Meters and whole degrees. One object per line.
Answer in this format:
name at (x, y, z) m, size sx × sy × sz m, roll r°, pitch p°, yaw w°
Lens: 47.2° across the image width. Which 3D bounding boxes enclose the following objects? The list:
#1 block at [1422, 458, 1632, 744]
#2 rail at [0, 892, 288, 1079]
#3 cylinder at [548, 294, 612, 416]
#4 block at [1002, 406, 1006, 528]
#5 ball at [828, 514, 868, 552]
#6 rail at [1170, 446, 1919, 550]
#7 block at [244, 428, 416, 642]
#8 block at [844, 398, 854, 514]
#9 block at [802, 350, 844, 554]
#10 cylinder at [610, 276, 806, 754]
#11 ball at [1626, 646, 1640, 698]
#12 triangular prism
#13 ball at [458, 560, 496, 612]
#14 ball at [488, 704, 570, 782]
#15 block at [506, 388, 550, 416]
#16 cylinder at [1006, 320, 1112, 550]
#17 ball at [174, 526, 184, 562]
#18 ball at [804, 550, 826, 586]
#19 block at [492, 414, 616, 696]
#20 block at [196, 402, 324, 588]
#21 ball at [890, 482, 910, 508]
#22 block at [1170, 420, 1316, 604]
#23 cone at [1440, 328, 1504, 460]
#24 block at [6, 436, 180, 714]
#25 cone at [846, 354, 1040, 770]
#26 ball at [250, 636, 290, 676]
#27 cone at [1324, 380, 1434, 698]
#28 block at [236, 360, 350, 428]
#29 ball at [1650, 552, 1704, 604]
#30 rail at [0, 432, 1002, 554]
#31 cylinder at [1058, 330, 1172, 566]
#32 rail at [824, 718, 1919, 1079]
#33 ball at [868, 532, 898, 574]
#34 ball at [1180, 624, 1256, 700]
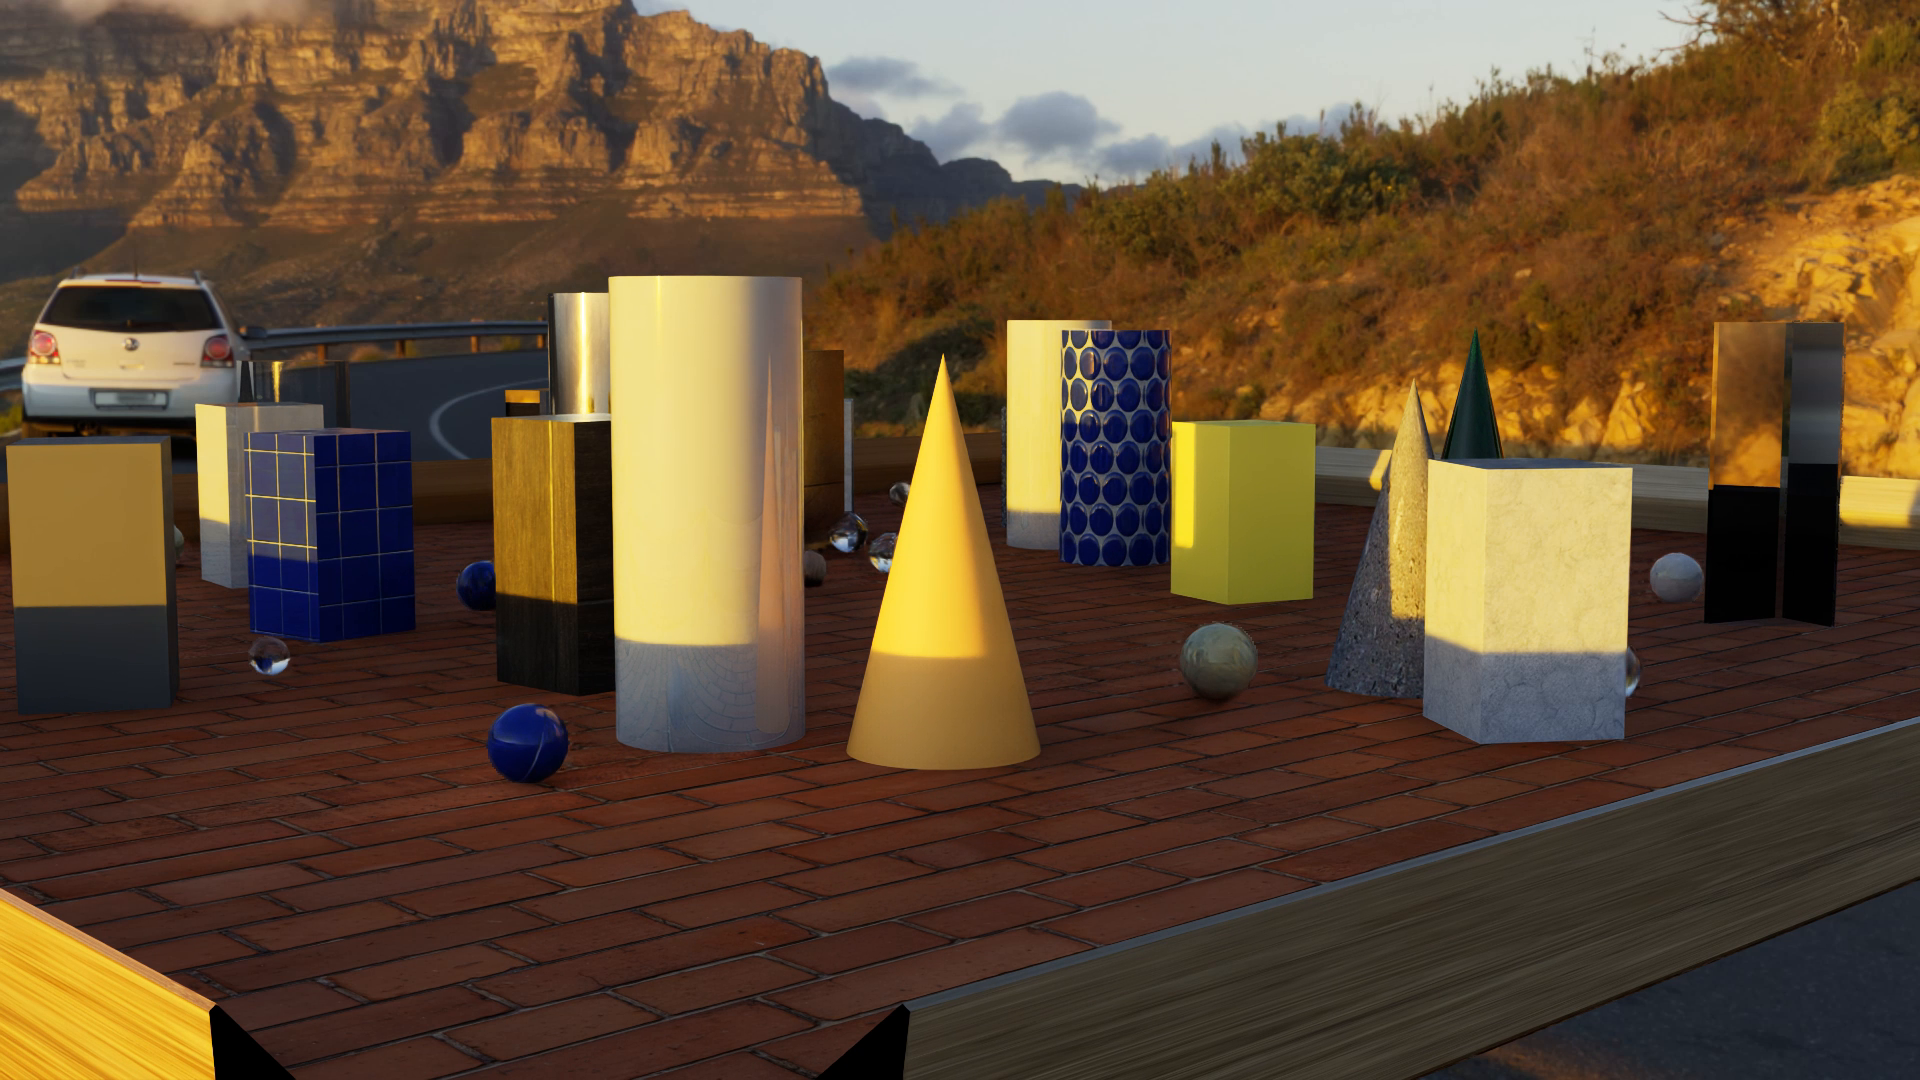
block at (0.602, 0.060, 2.345) m, size 0.159 × 0.283 × 0.159 m, roll -1°, pitch 6°, yaw -9°
rail at (-1.332, 0.161, 2.109) m, size 0.045 × 0.129 × 3.406 m, roll -5°, pitch 8°, yaw -42°
cylinder at (-0.482, -0.115, 3.129) m, size 0.199 × 0.468 × 0.199 m, roll 0°, pitch 6°, yaw 0°
block at (0.197, -0.151, 4.534) m, size 0.159 × 0.249 × 0.159 m, roll 5°, pitch 8°, yaw 41°
ball at (-0.206, -0.013, 4.059) m, size 0.073 × 0.073 × 0.073 m, roll 0°, pitch 6°, yaw 0°
rail at (1.332, -0.094, 4.555) m, size 0.045 × 0.129 × 3.406 m, roll -5°, pitch 8°, yaw -42°
block at (-0.874, -0.011, 3.053) m, size 0.159 × 0.278 × 0.159 m, roll 5°, pitch 8°, yaw 38°
block at (-0.298, -0.154, 4.491) m, size 0.159 × 0.263 × 0.159 m, roll 0°, pitch 6°, yaw -1°
block at (-0.323, -0.164, 4.069) m, size 0.159 × 0.372 × 0.159 m, roll 3°, pitch 7°, yaw 27°
cylinder at (-0.262, -0.033, 2.294) m, size 0.199 × 0.478 × 0.199 m, roll 0°, pitch 6°, yaw 0°
ball at (0.733, 0.148, 2.496) m, size 0.076 × 0.076 × 0.076 m, roll 0°, pitch 6°, yaw 0°
triangular prism at (1.162, -0.098, 3.164) m, size 0.172 × 0.428 × 0.149 m, roll 1°, pitch 6°, yaw 13°
ball at (-0.708, 0.068, 3.268) m, size 0.075 × 0.075 × 0.075 m, roll 0°, pitch 6°, yaw 0°
ball at (-0.408, 0.192, 2.083) m, size 0.075 × 0.075 × 0.075 m, roll 0°, pitch 6°, yaw 0°
block at (-0.697, -0.117, 3.940) m, size 0.159 × 0.305 × 0.159 m, roll 4°, pitch 7°, yaw 31°
cylinder at (0.188, -0.204, 4.184) m, size 0.199 × 0.426 × 0.199 m, roll 0°, pitch 6°, yaw 0°
ball at (-1.385, 0.009, 3.803) m, size 0.082 × 0.082 × 0.082 m, roll 0°, pitch 6°, yaw 0°
ball at (-0.245, 0.046, 3.574) m, size 0.057 × 0.057 × 0.057 m, roll 0°, pitch 6°, yaw 0°
block at (-0.446, 0.012, 2.640) m, size 0.159 × 0.318 × 0.159 m, roll 5°, pitch 8°, yaw 42°
block at (-1.152, -0.078, 3.629) m, size 0.159 × 0.291 × 0.159 m, roll -4°, pitch 7°, yaw -35°
ball at (-0.130, -0.101, 4.977) m, size 0.058 × 0.058 × 0.058 m, roll 0°, pitch 6°, yaw 0°
block at (0.441, -0.047, 3.434) m, size 0.159 × 0.271 × 0.159 m, roll -3°, pitch 7°, yaw -27°
cone at (0.834, -0.138, 3.575) m, size 0.199 × 0.421 × 0.199 m, roll 0°, pitch 6°, yaw 0°
block at (-0.986, 0.035, 2.512) m, size 0.159 × 0.298 × 0.159 m, roll -2°, pitch 6°, yaw -16°
cone at (-0.017, 0.013, 2.218) m, size 0.199 × 0.402 × 0.199 m, roll 0°, pitch 6°, yaw 0°
ball at (-0.845, 0.142, 2.692) m, size 0.047 × 0.047 × 0.047 m, roll 0°, pitch 6°, yaw 0°
cone at (0.536, -0.010, 2.614) m, size 0.199 × 0.366 × 0.199 m, roll 0°, pitch 6°, yaw 0°
block at (-1.176, -0.138, 3.893) m, size 0.159 × 0.357 × 0.159 m, roll -3°, pitch 7°, yaw -29°
ball at (1.093, 0.058, 3.356) m, size 0.077 × 0.077 × 0.077 m, roll 0°, pitch 6°, yaw 0°
rail at (-1.139, -0.094, 4.559) m, size 3.673 × 0.129 × 0.045 m, roll -5°, pitch 8°, yaw -42°
cylinder at (0.277, -0.168, 3.922) m, size 0.199 × 0.411 × 0.199 m, roll 0°, pitch 6°, yaw 0°
rail at (1.139, 0.162, 2.104) m, size 3.673 × 0.129 × 0.045 m, roll -5°, pitch 8°, yaw -42°
ball at (-0.120, 0.022, 3.739) m, size 0.070 × 0.070 × 0.070 m, roll 0°, pitch 6°, yaw 0°
ball at (0.296, 0.139, 2.525) m, size 0.088 × 0.088 × 0.088 m, roll 0°, pitch 6°, yaw 0°
